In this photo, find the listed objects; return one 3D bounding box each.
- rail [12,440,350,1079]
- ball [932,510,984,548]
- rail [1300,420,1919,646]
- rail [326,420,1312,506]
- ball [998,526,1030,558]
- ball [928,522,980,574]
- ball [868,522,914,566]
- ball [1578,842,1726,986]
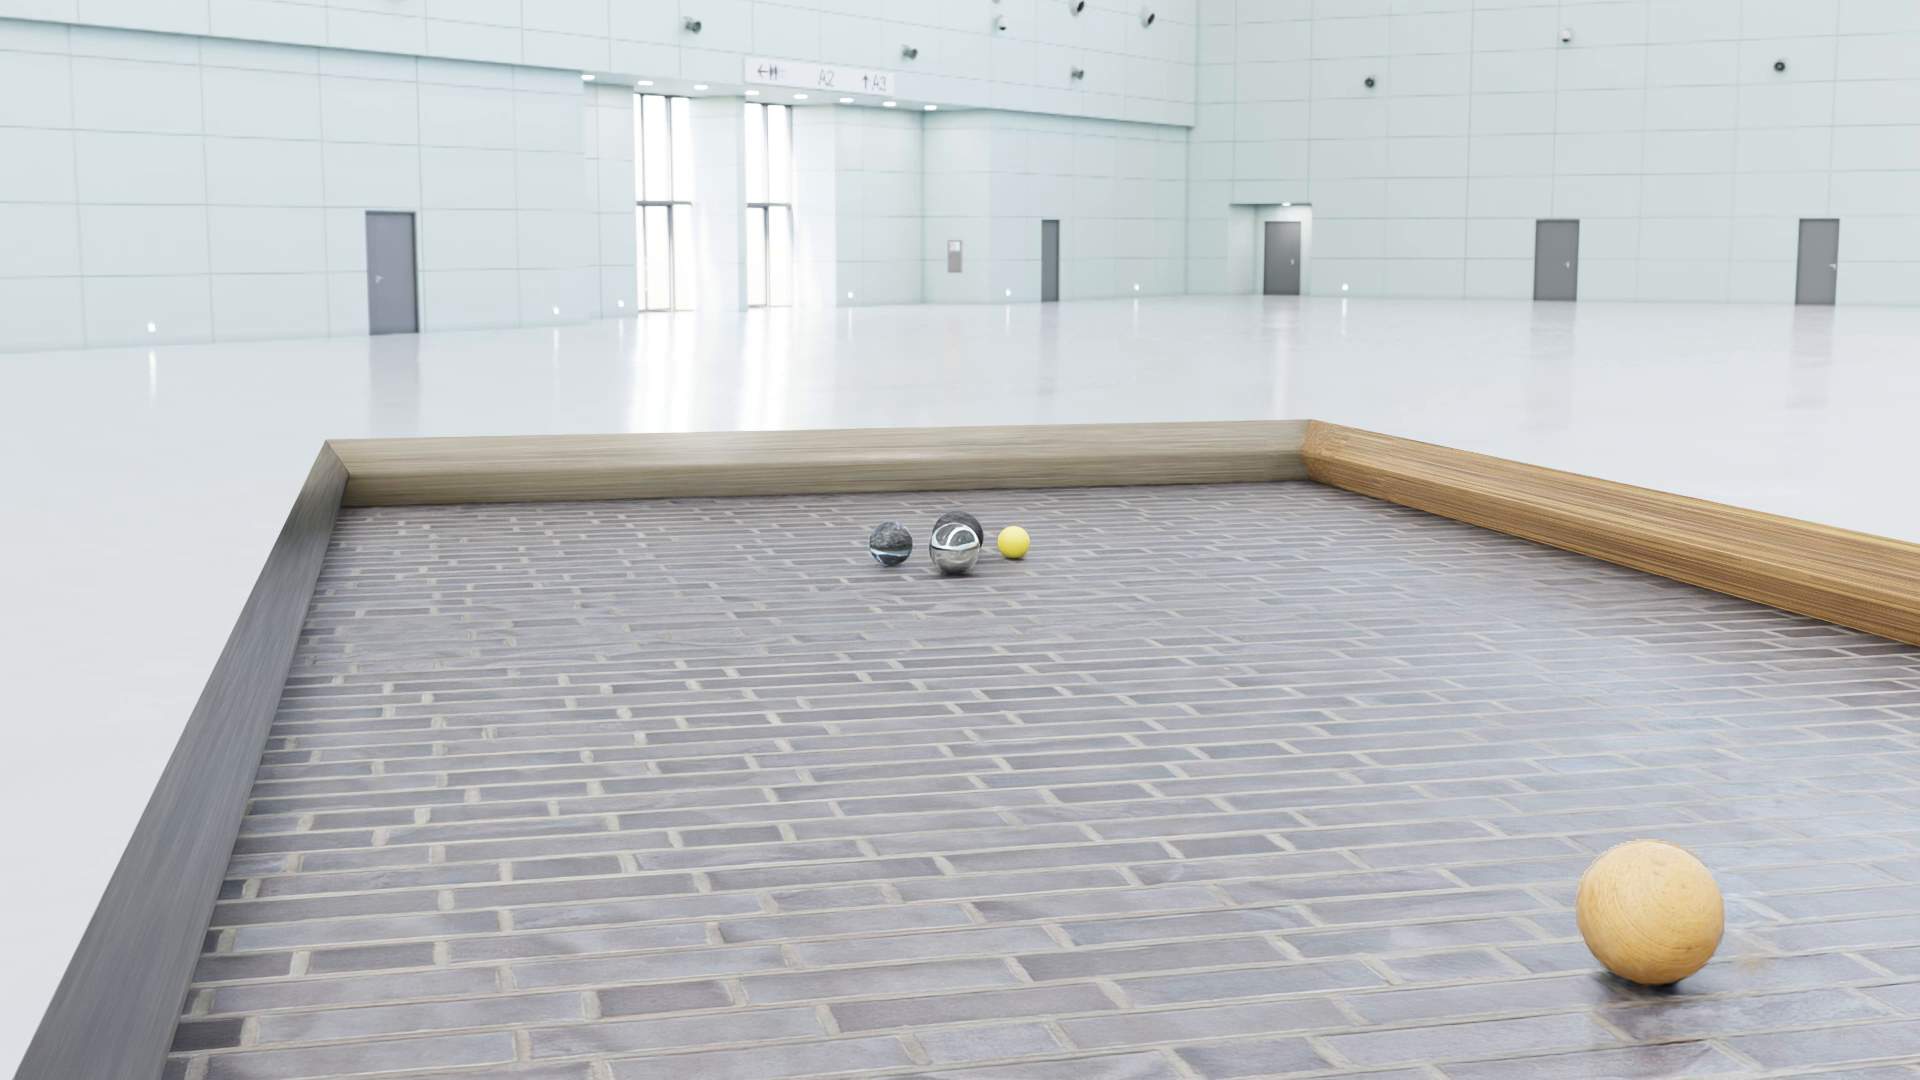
[{"bbox_3d":[-0.741,0.137,2.352,0.045,0.130,4.043,-2,8,-13],"label":"rail"},{"bbox_3d":[-0.004,-0.005,3.557,0.084,0.084,0.084,0,8,0],"label":"ball"},{"bbox_3d":[1.215,0.073,2.820,0.045,0.130,4.043,-2,8,-13],"label":"rail"},{"bbox_3d":[-0.231,-0.161,4.510,2.060,0.130,0.045,-2,8,-13],"label":"rail"},{"bbox_3d":[0.088,0.004,3.603,0.054,0.054,0.054,0,8,0],"label":"ball"},{"bbox_3d":[-0.009,0.013,3.436,0.081,0.081,0.081,0,8,0],"label":"ball"},{"bbox_3d":[-0.111,0.006,3.527,0.071,0.071,0.071,0,8,0],"label":"ball"},{"bbox_3d":[0.488,0.264,1.554,0.100,0.100,0.100,0,8,0],"label":"ball"}]
